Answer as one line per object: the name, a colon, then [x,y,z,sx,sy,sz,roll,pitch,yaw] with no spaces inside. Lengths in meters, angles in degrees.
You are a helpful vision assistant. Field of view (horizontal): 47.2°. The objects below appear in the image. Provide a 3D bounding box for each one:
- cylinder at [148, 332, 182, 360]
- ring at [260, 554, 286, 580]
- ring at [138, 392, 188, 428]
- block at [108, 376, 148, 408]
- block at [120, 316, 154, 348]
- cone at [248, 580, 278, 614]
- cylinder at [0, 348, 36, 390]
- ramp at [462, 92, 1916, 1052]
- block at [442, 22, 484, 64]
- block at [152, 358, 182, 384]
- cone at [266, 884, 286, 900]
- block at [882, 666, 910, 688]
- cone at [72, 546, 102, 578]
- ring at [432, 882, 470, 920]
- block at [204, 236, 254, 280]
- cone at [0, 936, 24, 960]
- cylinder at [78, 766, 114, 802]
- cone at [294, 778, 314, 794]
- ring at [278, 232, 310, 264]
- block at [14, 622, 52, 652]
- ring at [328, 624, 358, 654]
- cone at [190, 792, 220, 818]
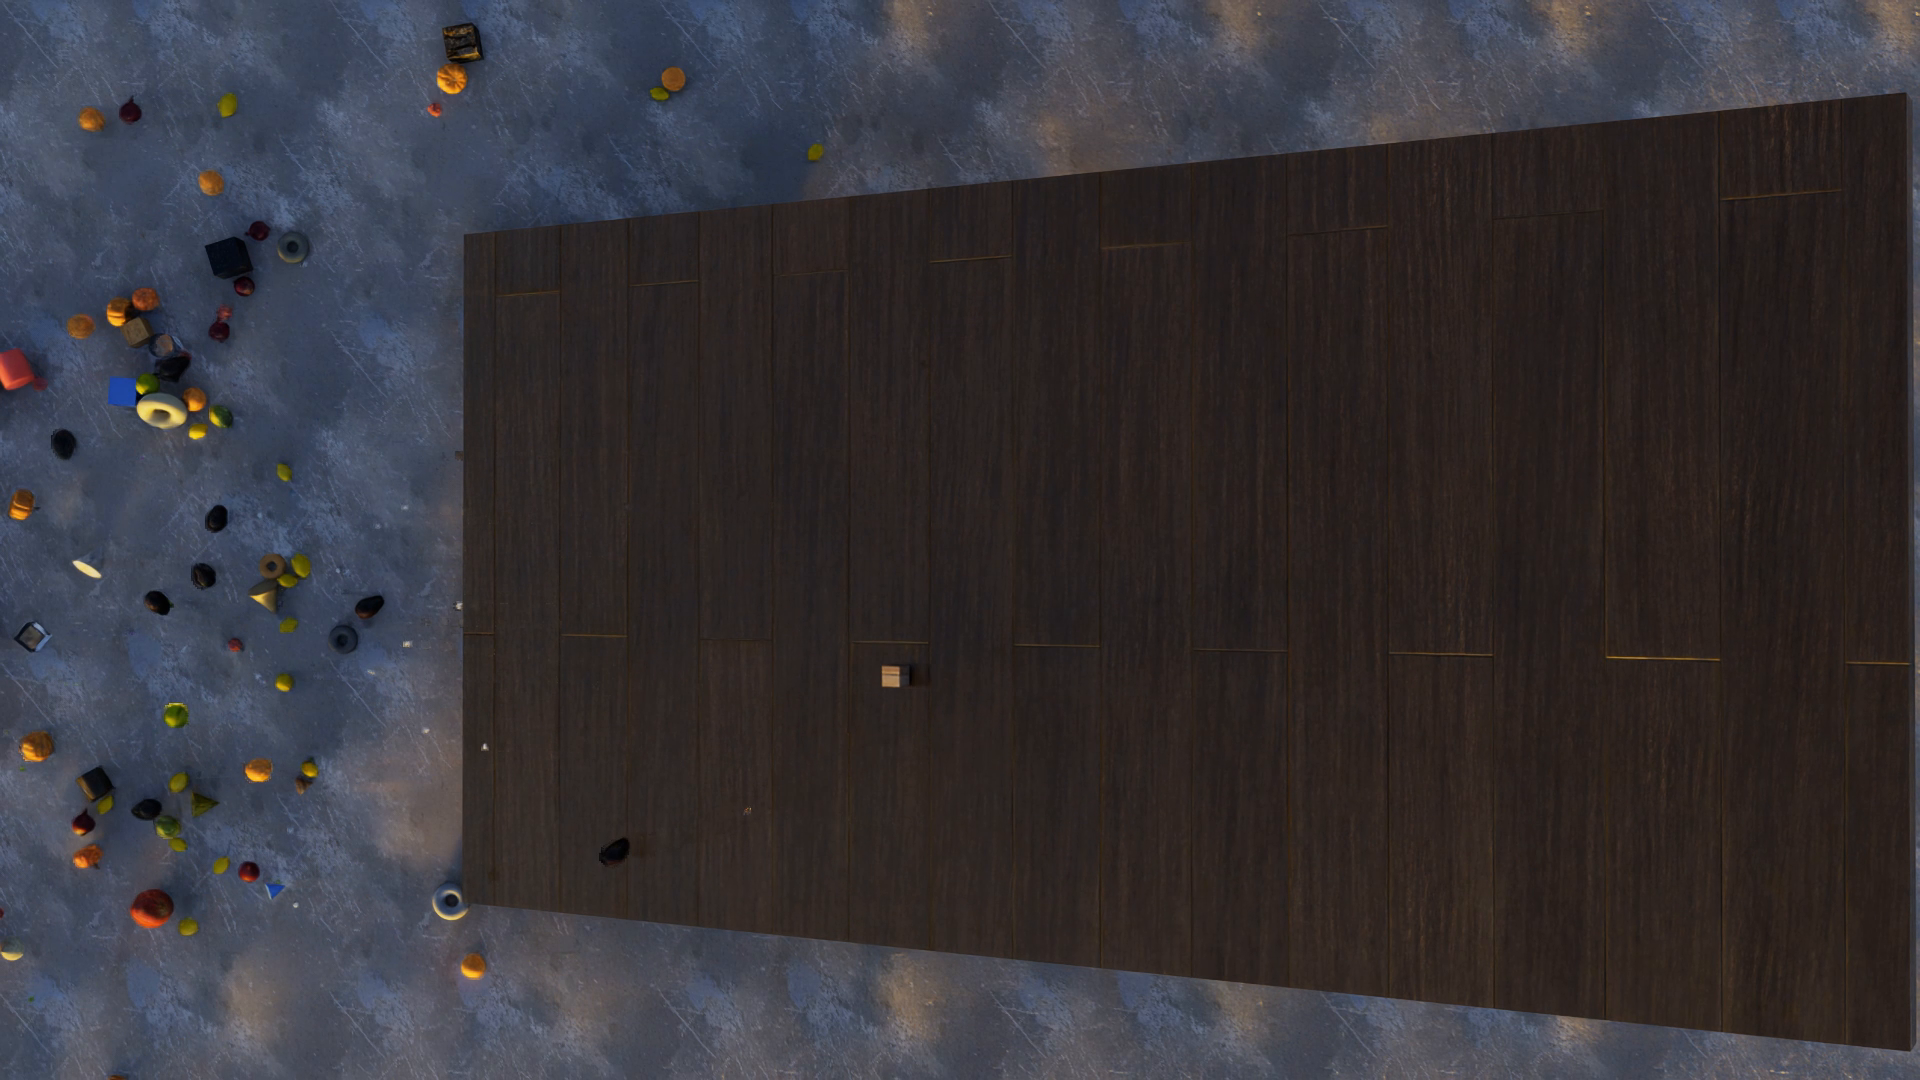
cylinder: [-2.399,-0.584,6.638,0.076,0.076,0.076,0,89,0]
ring: [-2.081,0.081,6.656,0.081,0.027,0.081,0,89,-1]
ring: [-2.397,-0.389,6.611,0.146,0.146,0.049,-1,56,0]
block: [-2.510,-0.445,6.633,0.082,0.082,0.082,4,89,0]
block: [-2.482,-0.626,6.642,0.068,0.068,0.068,-28,90,0]
cone: [-2.088,0.185,6.646,0.096,0.096,0.096,-17,116,0]
cylinder: [-2.852,-0.515,6.628,0.093,0.093,0.093,-27,90,0]
ramp: [0.270,0.075,5.627,4.000,0.100,2.000,0,89,30]
block: [-1.500,-1.498,6.638,0.092,0.092,0.092,-10,89,0]
block: [-2.396,-0.510,6.646,0.058,0.058,0.058,12,89,0]
cone: [-2.063,1.056,6.647,0.054,0.054,0.054,-19,89,-27]
block: [-0.168,0.358,5.788,0.053,0.053,0.053,0,89,30]
cone: [-2.616,0.053,6.649,0.090,0.090,0.090,23,63,0]
ring: [-1.535,1.089,6.641,0.115,0.038,0.115,0,90,1]
block: [-2.204,-0.850,6.632,0.093,0.093,0.093,-18,89,0]
cone: [-2.869,1.234,6.620,0.076,0.076,0.076,0,89,0]
cylinder: [-2.603,0.735,6.624,0.077,0.077,0.077,-32,90,0]
cone: [-1.978,0.739,6.651,0.052,0.052,0.052,-16,89,-27]
ring: [-2.020,-0.886,6.663,0.097,0.032,0.097,0,90,-1]
block: [-2.798,0.293,6.635,0.063,0.063,0.063,39,90,0]
ring: [-1.866,0.301,6.652,0.089,0.030,0.089,0,89,-1]
cone: [-2.276,0.798,6.644,0.080,0.080,0.080,-2,89,-27]
